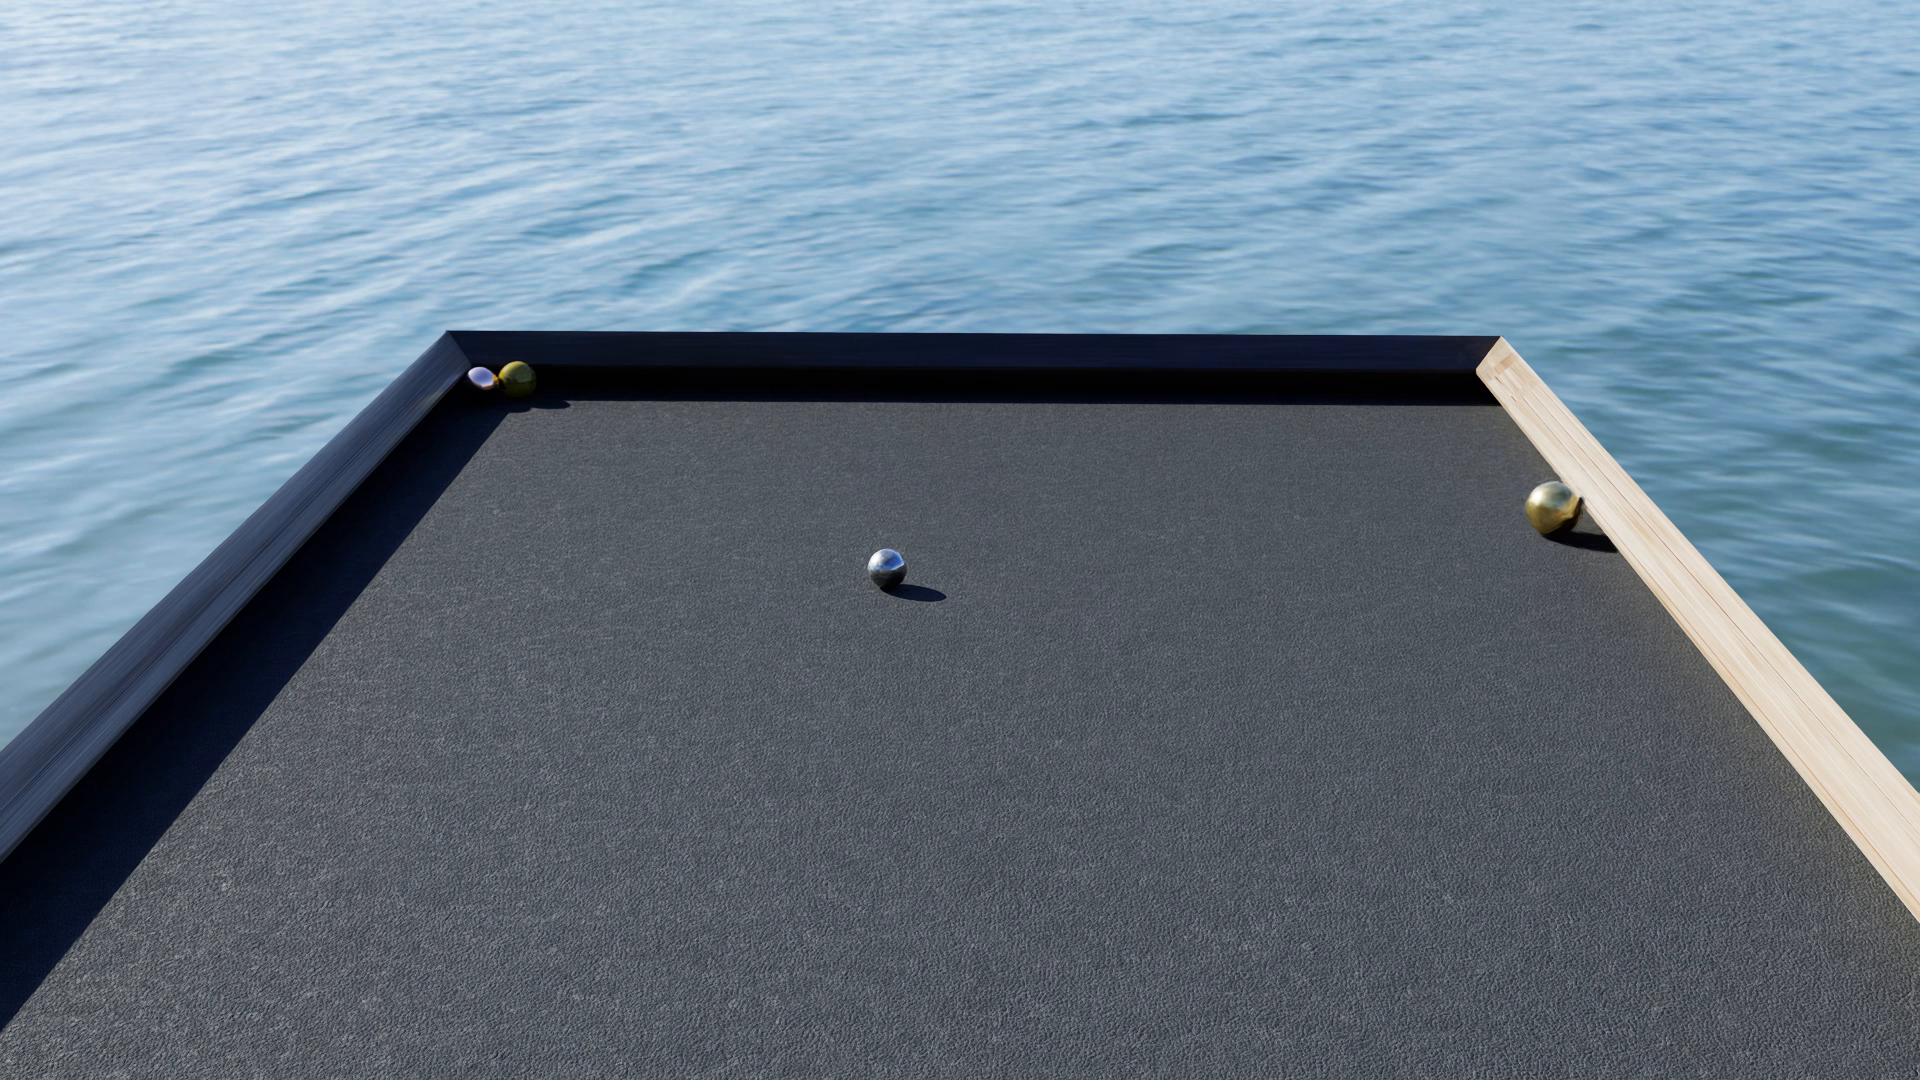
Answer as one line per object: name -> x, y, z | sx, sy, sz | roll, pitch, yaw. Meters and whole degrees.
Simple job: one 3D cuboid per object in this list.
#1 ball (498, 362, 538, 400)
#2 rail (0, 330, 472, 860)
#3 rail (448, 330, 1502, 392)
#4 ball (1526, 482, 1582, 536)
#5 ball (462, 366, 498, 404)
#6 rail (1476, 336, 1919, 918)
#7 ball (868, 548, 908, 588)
ball -> -0.657, -0.237, 3.264 | 0.056, 0.056, 0.056 | 0, 19, 0
rail -> -0.786, 0.231, 1.828 | 0.045, 0.086, 3.169 | 0, 19, 1
rail -> 0.017, -0.262, 3.290 | 1.585, 0.086, 0.045 | 0, 19, 1
ball -> 0.717, -0.038, 2.657 | 0.066, 0.066, 0.066 | 0, 19, 0
ball -> -0.708, -0.229, 3.243 | 0.054, 0.054, 0.054 | 0, 19, 0
rail -> 0.751, 0.242, 1.795 | 0.045, 0.086, 3.169 | 0, 19, 1
ball -> -0.082, 0.032, 2.483 | 0.045, 0.045, 0.045 | 0, 19, 0
